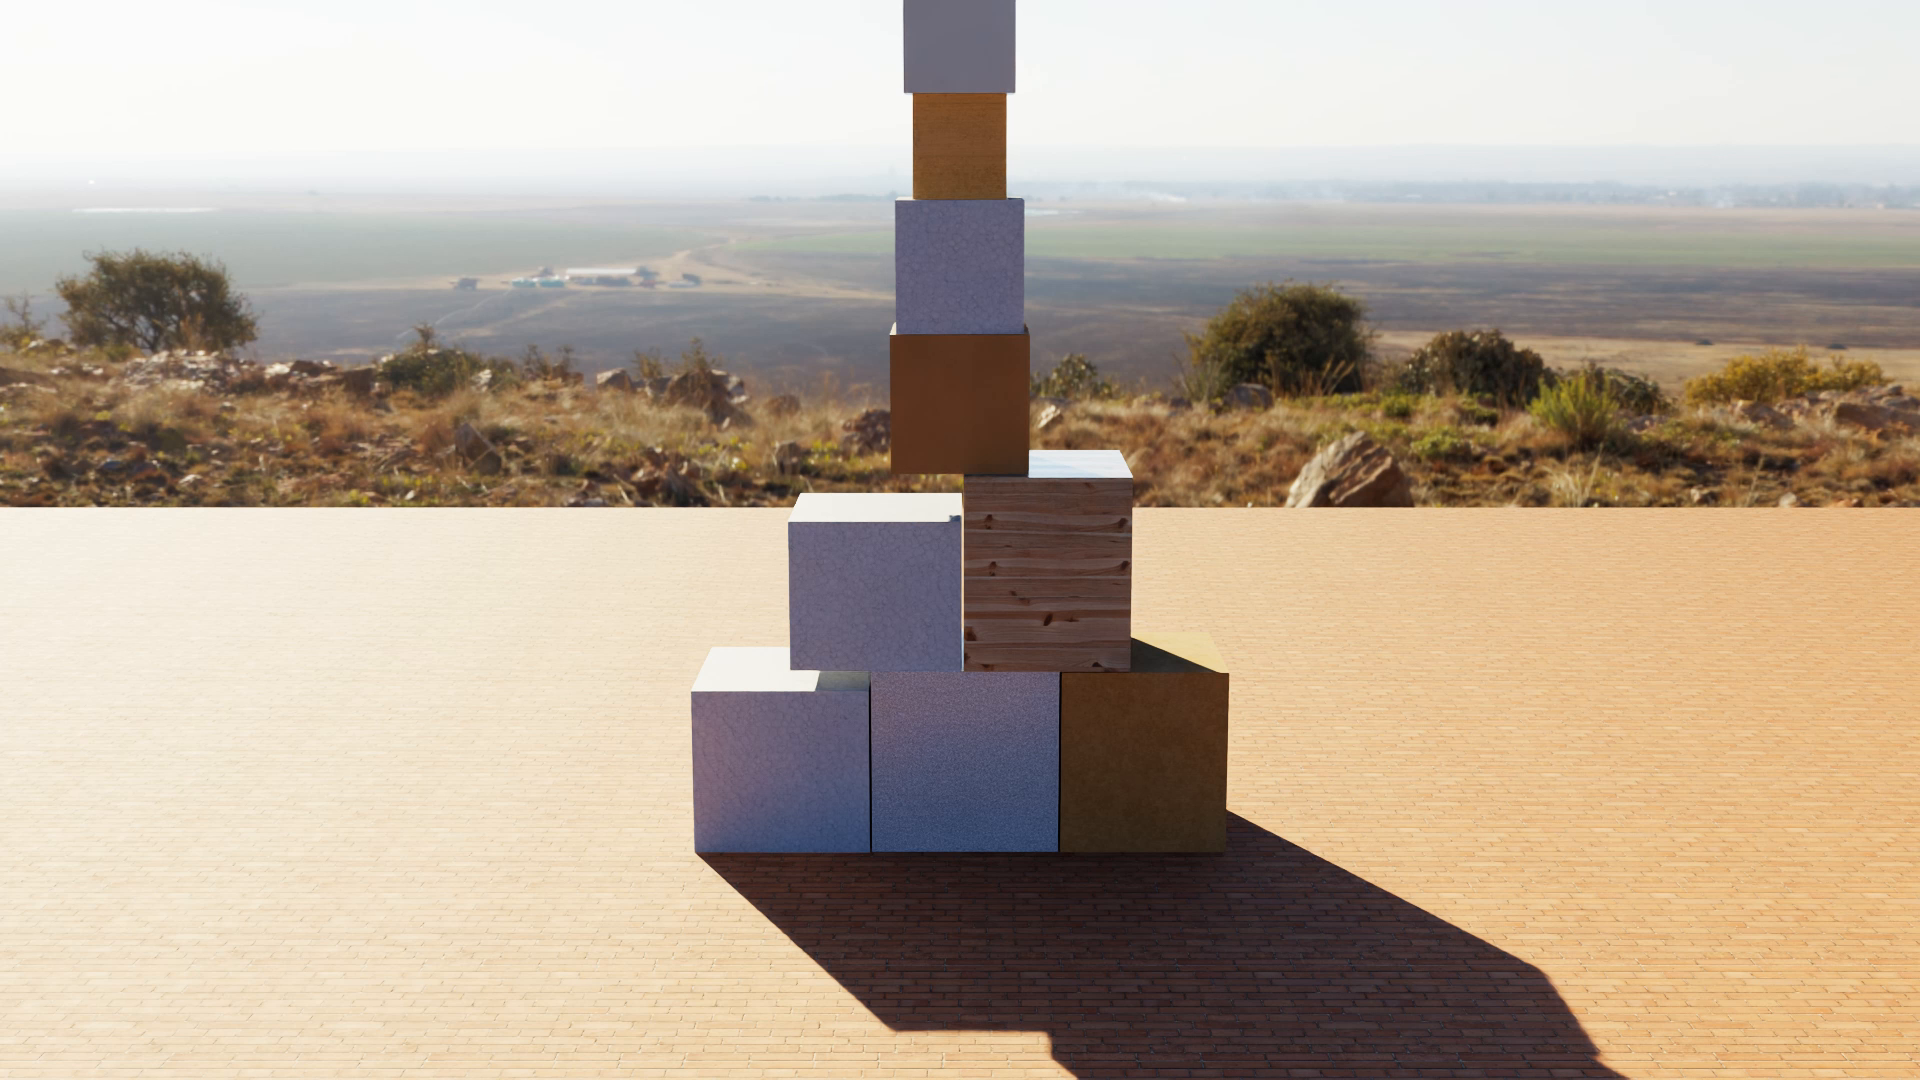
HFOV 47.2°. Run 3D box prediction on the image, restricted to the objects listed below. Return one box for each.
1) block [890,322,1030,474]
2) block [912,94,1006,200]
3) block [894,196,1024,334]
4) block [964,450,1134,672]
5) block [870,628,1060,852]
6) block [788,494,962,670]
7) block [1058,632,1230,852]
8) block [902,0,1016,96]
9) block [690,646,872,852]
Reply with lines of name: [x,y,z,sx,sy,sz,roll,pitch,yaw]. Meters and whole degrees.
block: [0.000,-0.721,11.042,0.677,0.681,0.708,0,10,0]
block: [-0.002,-1.939,10.833,0.455,0.504,0.461,0,10,0]
block: [-0.001,-1.373,10.928,0.621,0.642,0.675,0,10,0]
block: [0.428,0.088,11.197,0.821,0.968,0.939,0,10,0]
block: [0.025,1.017,11.384,0.930,0.926,0.959,0,10,0]
block: [-0.415,0.199,11.207,0.847,0.746,0.868,0,10,0]
block: [0.914,1.025,11.353,0.826,0.921,0.908,0,10,0]
block: [-0.002,-2.417,10.724,0.536,0.477,0.578,0,10,0]
block: [-0.888,1.067,11.379,0.877,0.830,0.957,0,10,0]
